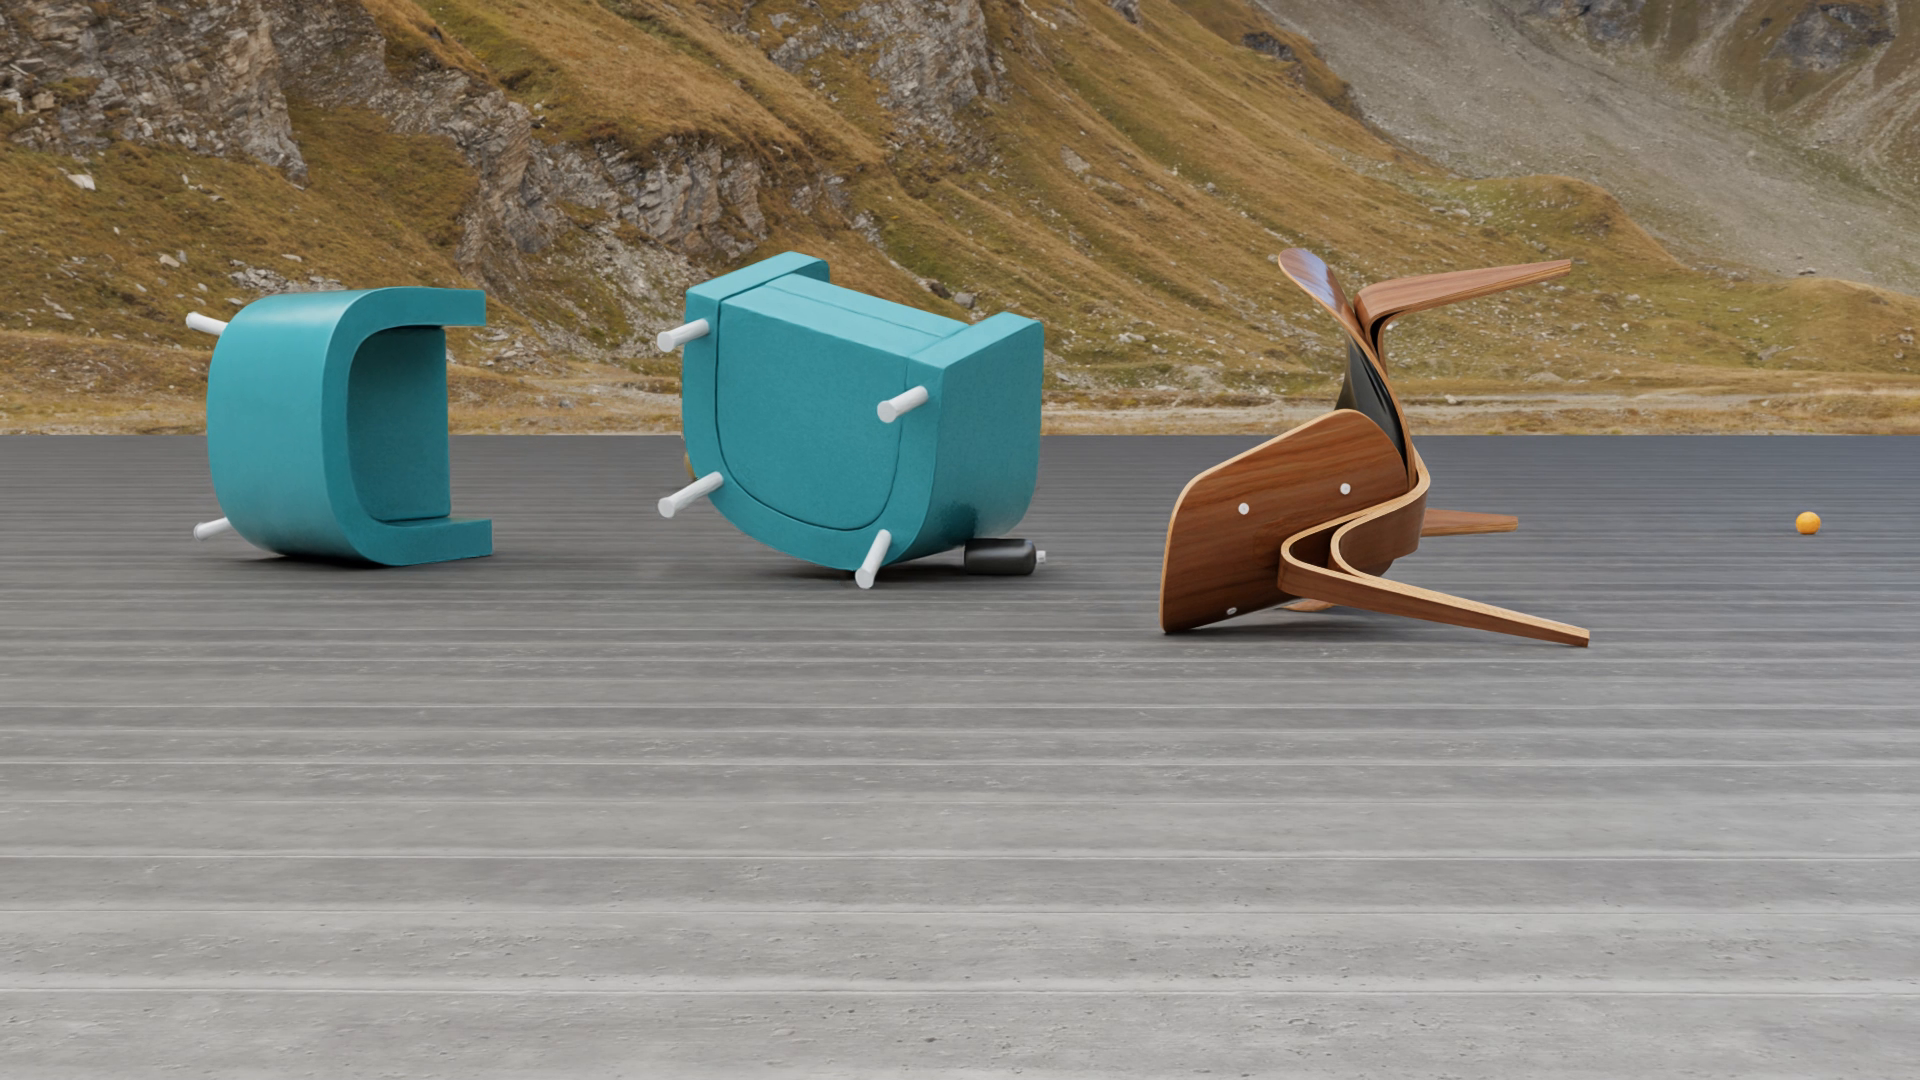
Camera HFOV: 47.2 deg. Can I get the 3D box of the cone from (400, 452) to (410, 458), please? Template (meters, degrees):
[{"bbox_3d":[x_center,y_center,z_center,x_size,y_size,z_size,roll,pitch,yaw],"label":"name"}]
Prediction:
[{"bbox_3d":[-3.652,-0.550,14.440,0.054,0.036,0.063,-18,4,2],"label":"cone"}]

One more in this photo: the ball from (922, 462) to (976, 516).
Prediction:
[{"bbox_3d":[-0.041,-0.179,7.755,0.192,0.192,0.192,0,4,0],"label":"ball"}]

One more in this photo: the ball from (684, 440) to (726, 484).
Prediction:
[{"bbox_3d":[-1.217,-0.372,10.485,0.202,0.202,0.202,0,4,0],"label":"ball"}]
